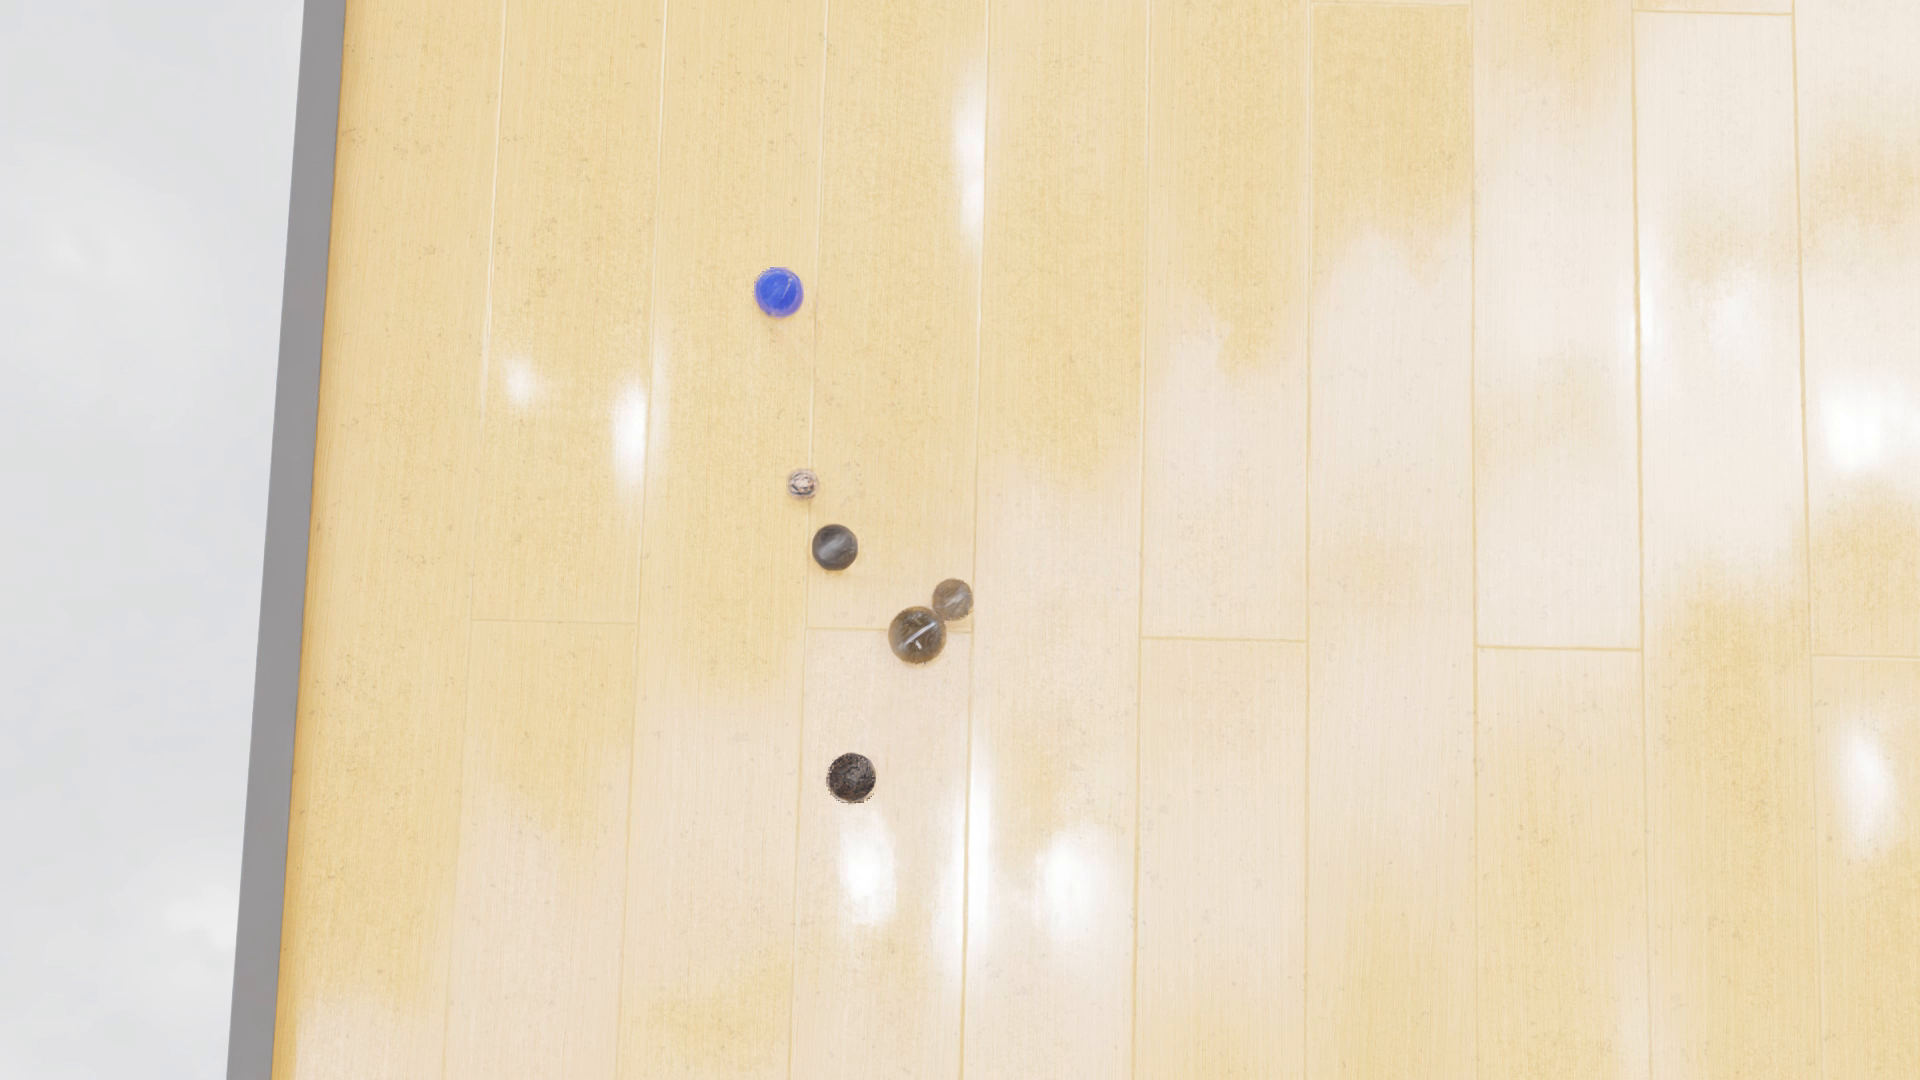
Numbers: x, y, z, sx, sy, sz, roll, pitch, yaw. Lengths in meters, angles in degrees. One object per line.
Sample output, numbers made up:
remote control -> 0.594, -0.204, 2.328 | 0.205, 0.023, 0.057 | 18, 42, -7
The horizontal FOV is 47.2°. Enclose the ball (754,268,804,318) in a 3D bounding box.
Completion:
ball -> -0.272, -0.372, 3.317 | 0.075, 0.075, 0.075 | 0, 82, 0

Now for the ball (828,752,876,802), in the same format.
ball -> -0.158, 0.347, 3.216 | 0.072, 0.072, 0.072 | 0, 82, 0

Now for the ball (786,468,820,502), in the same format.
ball -> -0.234, -0.083, 3.289 | 0.050, 0.050, 0.050 | 0, 82, 0

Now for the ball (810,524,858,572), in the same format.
ball -> -0.186, 0.011, 3.265 | 0.071, 0.071, 0.071 | 0, 82, 0

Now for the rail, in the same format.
rail -> -0.983, -0.029, 3.248 | 0.045, 0.114, 2.269 | 2, 82, 0

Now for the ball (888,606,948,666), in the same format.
ball -> -0.062, 0.141, 3.238 | 0.088, 0.088, 0.088 | 0, 82, 0

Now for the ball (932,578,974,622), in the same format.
ball -> -0.011, 0.089, 3.257 | 0.064, 0.064, 0.064 | 0, 82, 0
